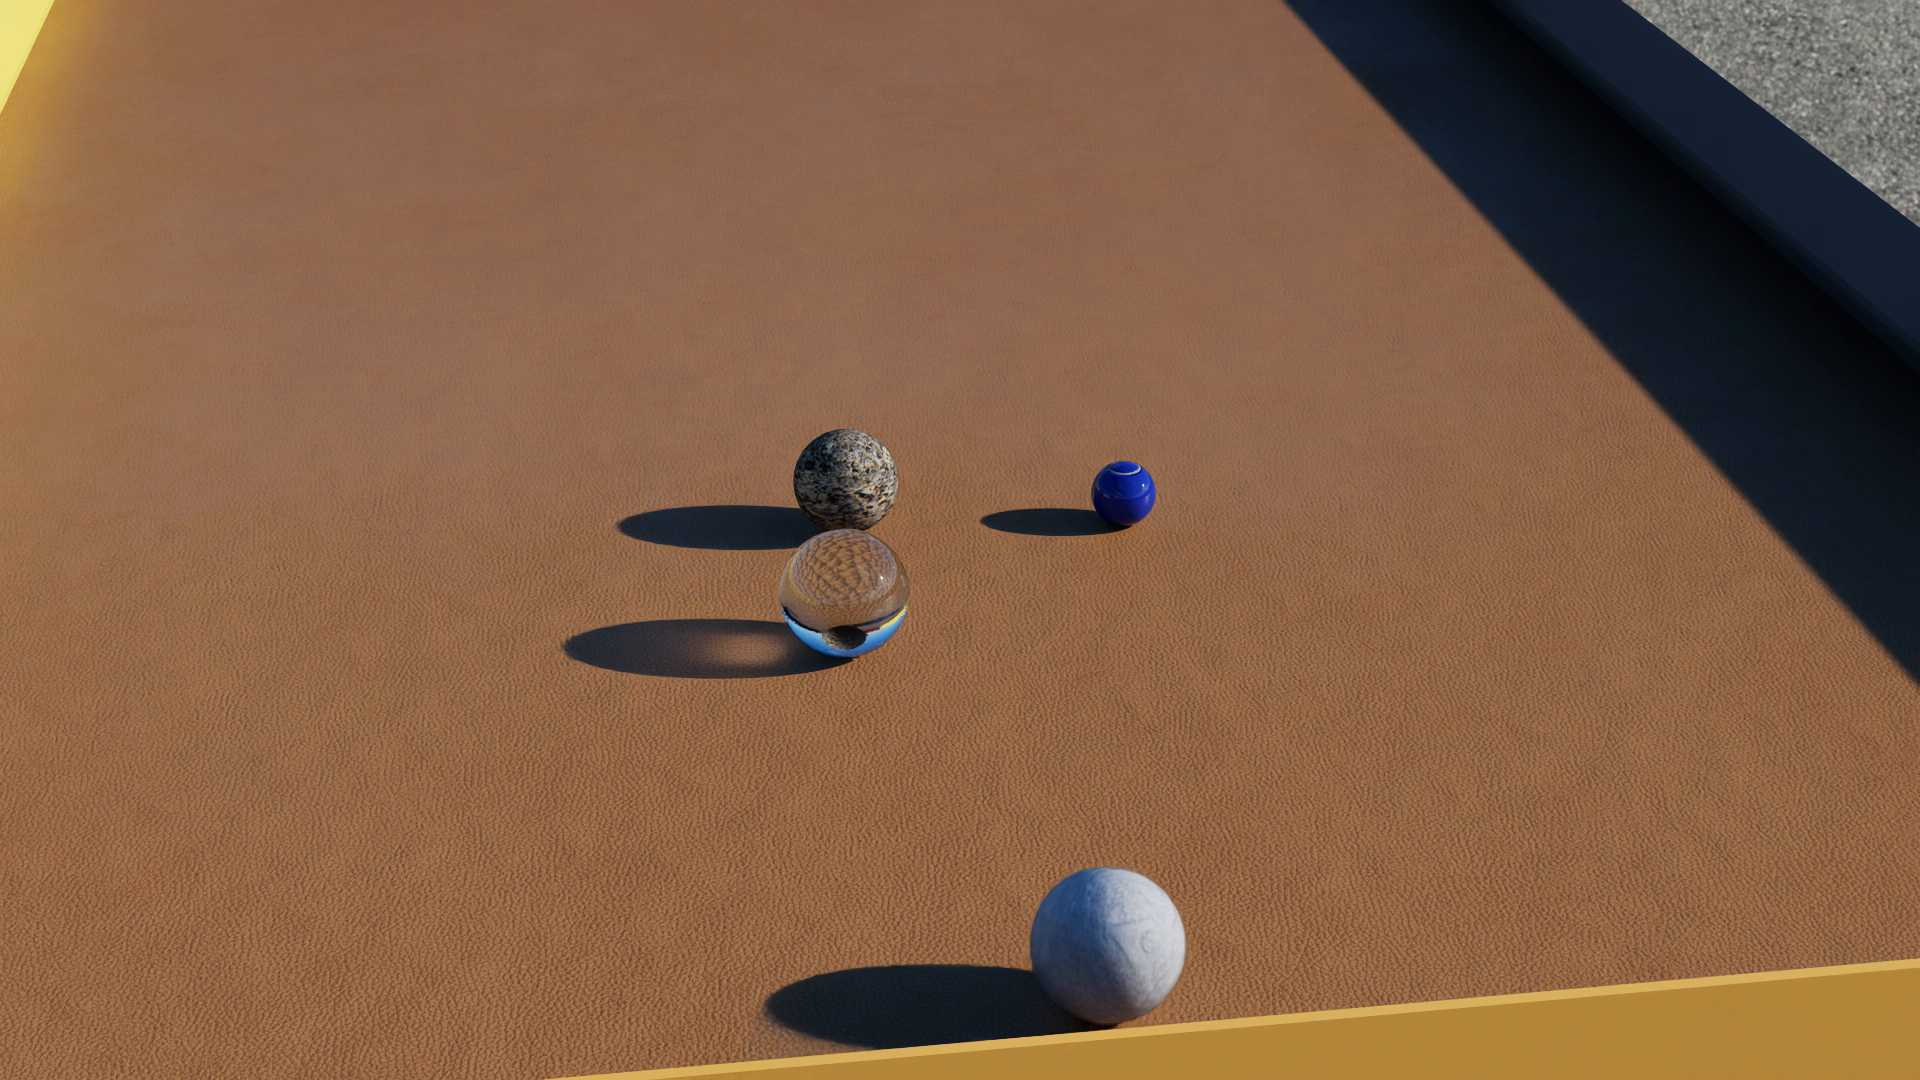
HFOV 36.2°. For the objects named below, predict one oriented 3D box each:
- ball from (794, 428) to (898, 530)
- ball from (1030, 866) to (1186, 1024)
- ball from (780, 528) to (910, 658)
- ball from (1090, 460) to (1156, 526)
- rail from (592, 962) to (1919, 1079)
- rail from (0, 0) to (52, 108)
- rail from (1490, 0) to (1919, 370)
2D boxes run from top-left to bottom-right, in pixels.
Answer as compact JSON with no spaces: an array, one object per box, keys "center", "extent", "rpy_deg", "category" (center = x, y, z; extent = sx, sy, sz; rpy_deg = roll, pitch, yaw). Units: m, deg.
[{"center":[-0.079,-0.041,2.042],"extent":[0.073,0.073,0.073],"rpy_deg":[0,26,0],"category":"ball"},{"center":[0.076,0.209,1.515],"extent":[0.081,0.081,0.081],"rpy_deg":[0,26,0],"category":"ball"},{"center":[-0.074,0.034,1.876],"extent":[0.083,0.083,0.083],"rpy_deg":[0,26,0],"category":"ball"},{"center":[0.114,-0.033,2.057],"extent":[0.046,0.046,0.046],"rpy_deg":[0,26,0],"category":"ball"},{"center":[0.096,0.260,1.377],"extent":[1.607,0.108,0.045],"rpy_deg":[-4,26,-8],"category":"rail"},{"center":[-0.871,-0.259,2.454],"extent":[0.045,0.108,2.698],"rpy_deg":[-4,26,-8],"category":"rail"},{"center":[0.671,-0.359,2.662],"extent":[0.045,0.108,2.698],"rpy_deg":[-4,26,-8],"category":"rail"}]
